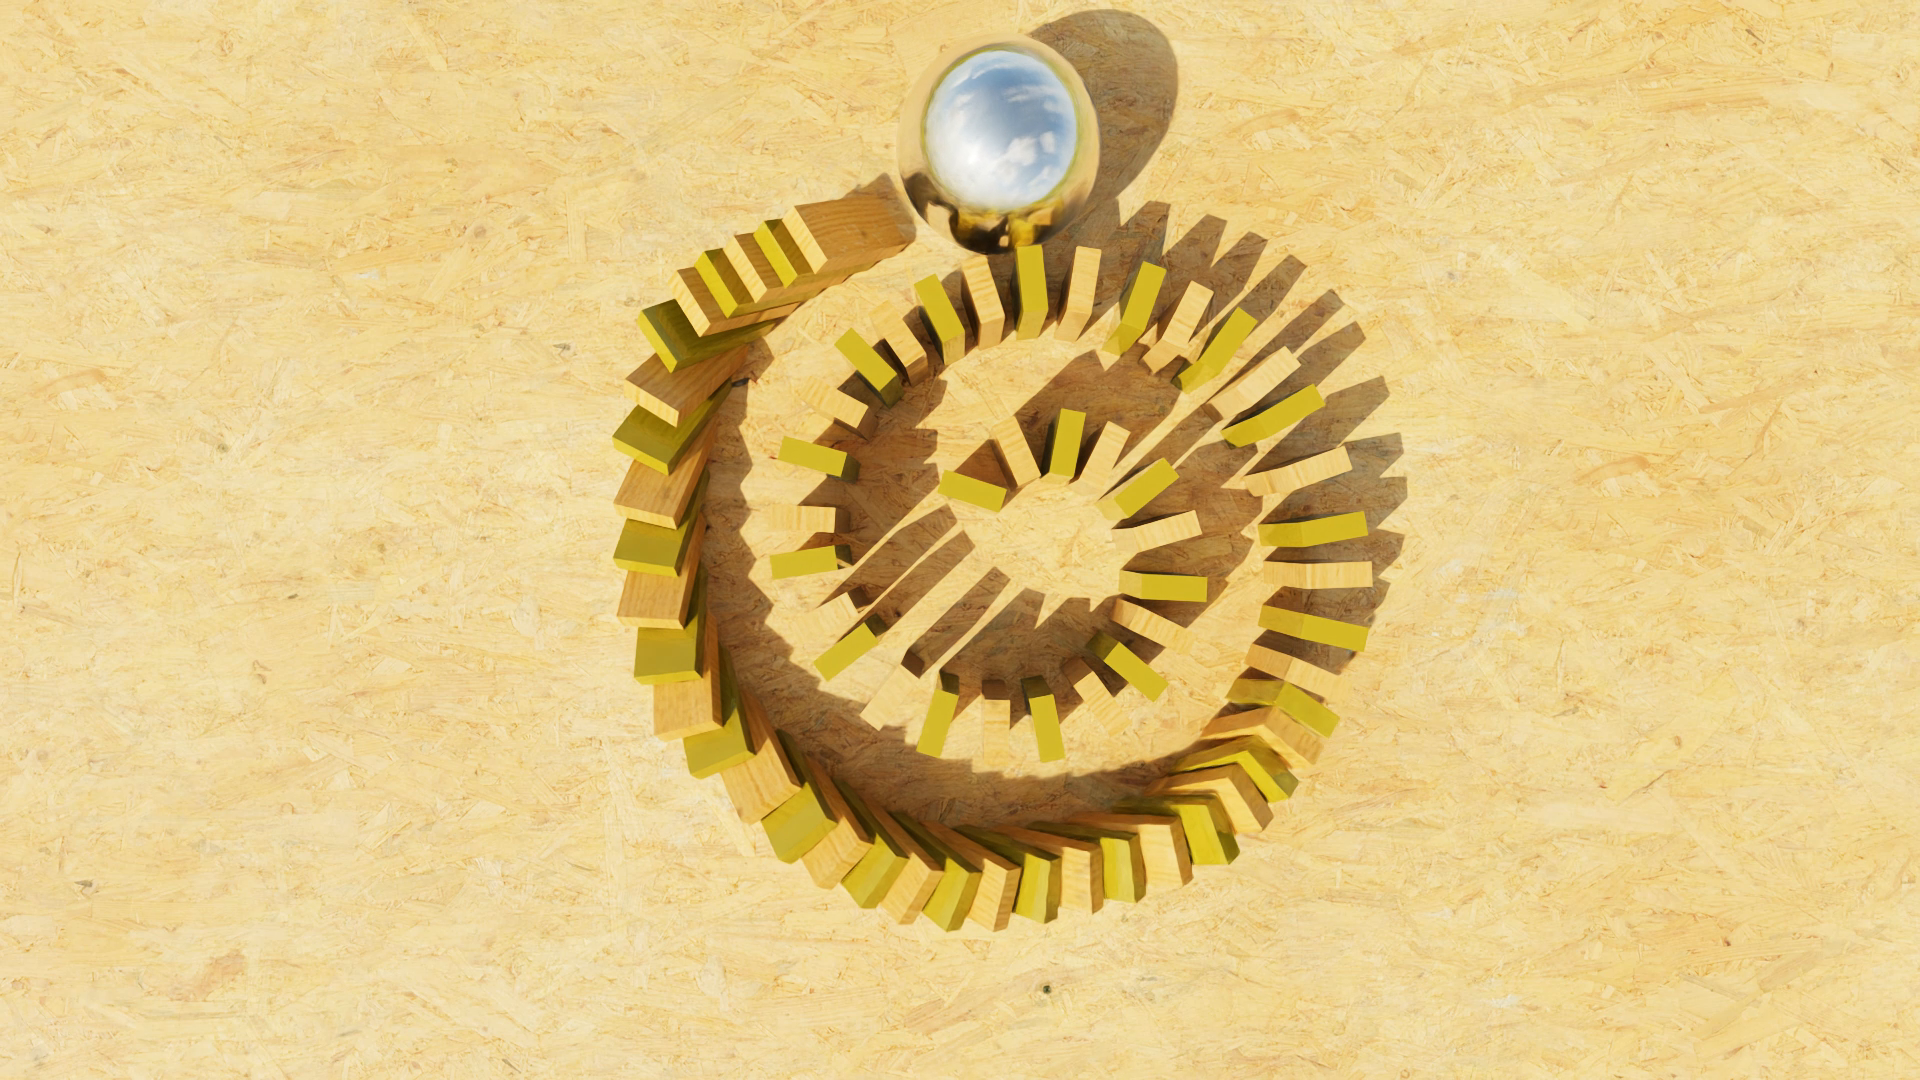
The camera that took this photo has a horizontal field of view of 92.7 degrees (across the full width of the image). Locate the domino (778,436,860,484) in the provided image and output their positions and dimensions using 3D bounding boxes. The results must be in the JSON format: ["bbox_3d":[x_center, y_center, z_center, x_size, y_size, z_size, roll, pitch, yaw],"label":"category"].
[{"bbox_3d":[-0.056,-0.032,0.375,0.025,0.050,0.010,15,90,0],"label":"domino"}]

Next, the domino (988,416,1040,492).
[{"bbox_3d":[0.022,-0.034,0.375,0.009,0.050,0.025,-24,90,0],"label":"domino"}]

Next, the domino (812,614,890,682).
[{"bbox_3d":[-0.044,0.043,0.375,0.025,0.050,0.010,-37,90,0],"label":"domino"}]

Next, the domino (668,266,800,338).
[{"bbox_3d":[-0.092,-0.102,0.379,0.010,0.050,0.025,-32,90,43],"label":"domino"}]

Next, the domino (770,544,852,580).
[{"bbox_3d":[-0.060,0.009,0.375,0.025,0.050,0.009,-9,90,0],"label":"domino"}]

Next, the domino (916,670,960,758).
[{"bbox_3d":[-0.009,0.070,0.375,0.009,0.050,0.025,17,90,0],"label":"domino"}]

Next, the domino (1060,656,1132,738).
[{"bbox_3d":[0.055,0.063,0.375,0.009,0.050,0.025,-37,90,0],"label":"domino"}]

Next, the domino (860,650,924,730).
[{"bbox_3d":[-0.027,0.060,0.375,0.009,0.050,0.025,39,90,0],"label":"domino"}]

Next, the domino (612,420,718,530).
[{"bbox_3d":[-0.122,-0.031,0.383,0.025,0.009,0.050,13,60,0],"label":"domino"}]

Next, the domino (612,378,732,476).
[{"bbox_3d":[-0.120,-0.053,0.384,0.025,0.010,0.050,27,61,0],"label":"domino"}]

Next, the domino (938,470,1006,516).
[{"bbox_3d":[0.005,-0.019,0.375,0.025,0.050,0.009,18,90,0],"label":"domino"}]

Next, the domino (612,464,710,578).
[{"bbox_3d":[-0.124,-0.010,0.384,0.025,0.009,0.050,9,62,0],"label":"domino"}]

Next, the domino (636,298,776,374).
[{"bbox_3d":[-0.105,-0.090,0.381,0.050,0.010,0.025,-35,90,-37],"label":"domino"}]

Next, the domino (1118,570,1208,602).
[{"bbox_3d":[0.082,0.018,0.375,0.025,0.050,0.009,3,90,0],"label":"domino"}]

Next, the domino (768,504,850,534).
[{"bbox_3d":[-0.060,-0.008,0.375,0.025,0.050,0.010,3,90,0],"label":"domino"}]

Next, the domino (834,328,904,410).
[{"bbox_3d":[-0.036,-0.069,0.375,0.009,0.050,0.025,-44,90,0],"label":"domino"}]

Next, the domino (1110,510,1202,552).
[{"bbox_3d":[0.079,-0.003,0.375,0.025,0.050,0.009,-16,90,0],"label":"domino"}]

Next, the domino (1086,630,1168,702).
[{"bbox_3d":[0.067,0.051,0.375,0.025,0.050,0.009,40,90,0],"label":"domino"}]

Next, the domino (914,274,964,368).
[{"bbox_3d":[-0.008,-0.089,0.375,0.009,0.050,0.025,-27,90,0],"label":"domino"}]

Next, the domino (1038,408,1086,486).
[{"bbox_3d":[0.041,-0.037,0.375,0.009,0.050,0.025,11,90,0],"label":"domino"}]

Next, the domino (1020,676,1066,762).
[{"bbox_3d":[0.033,0.072,0.375,0.009,0.050,0.025,-11,90,0],"label":"domino"}]

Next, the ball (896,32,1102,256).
[{"bbox_3d":[0.015,-0.154,0.360,0.080,0.080,0.080,0,90,0],"label":"ball"}]

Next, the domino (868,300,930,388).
[{"bbox_3d":[-0.024,-0.079,0.375,0.009,0.050,0.025,-35,90,0],"label":"domino"}]

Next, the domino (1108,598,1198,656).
[{"bbox_3d":[0.078,0.035,0.375,0.025,0.050,0.010,26,90,0],"label":"domino"}]

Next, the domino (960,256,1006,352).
[{"bbox_3d":[0.009,-0.096,0.375,0.009,0.050,0.025,-18,90,0],"label":"domino"}]

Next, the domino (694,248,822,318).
[{"bbox_3d":[-0.082,-0.109,0.379,0.010,0.050,0.025,-32,90,43],"label":"domino"}]

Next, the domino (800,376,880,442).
[{"bbox_3d":[-0.048,-0.053,0.375,0.025,0.050,0.010,28,90,0],"label":"domino"}]

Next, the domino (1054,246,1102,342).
[{"bbox_3d":[0.047,-0.099,0.375,0.010,0.050,0.025,9,90,0],"label":"domino"}]

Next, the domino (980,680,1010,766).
[{"bbox_3d":[0.014,0.074,0.375,0.010,0.050,0.025,1,90,0],"label":"domino"}]

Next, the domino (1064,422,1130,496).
[{"bbox_3d":[0.055,-0.032,0.375,0.010,0.050,0.025,27,90,0],"label":"domino"}]

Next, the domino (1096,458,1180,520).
[{"bbox_3d":[0.071,-0.020,0.375,0.025,0.050,0.010,-39,90,0],"label":"domino"}]

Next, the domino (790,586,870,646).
[{"bbox_3d":[-0.052,0.030,0.375,0.025,0.050,0.009,-29,90,0],"label":"domino"}]

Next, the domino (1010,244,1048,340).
[{"bbox_3d":[0.028,-0.100,0.375,0.009,0.050,0.025,-6,90,0],"label":"domino"}]

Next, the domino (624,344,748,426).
[{"bbox_3d":[-0.113,-0.071,0.380,0.025,0.009,0.050,31,50,1],"label":"domino"}]
